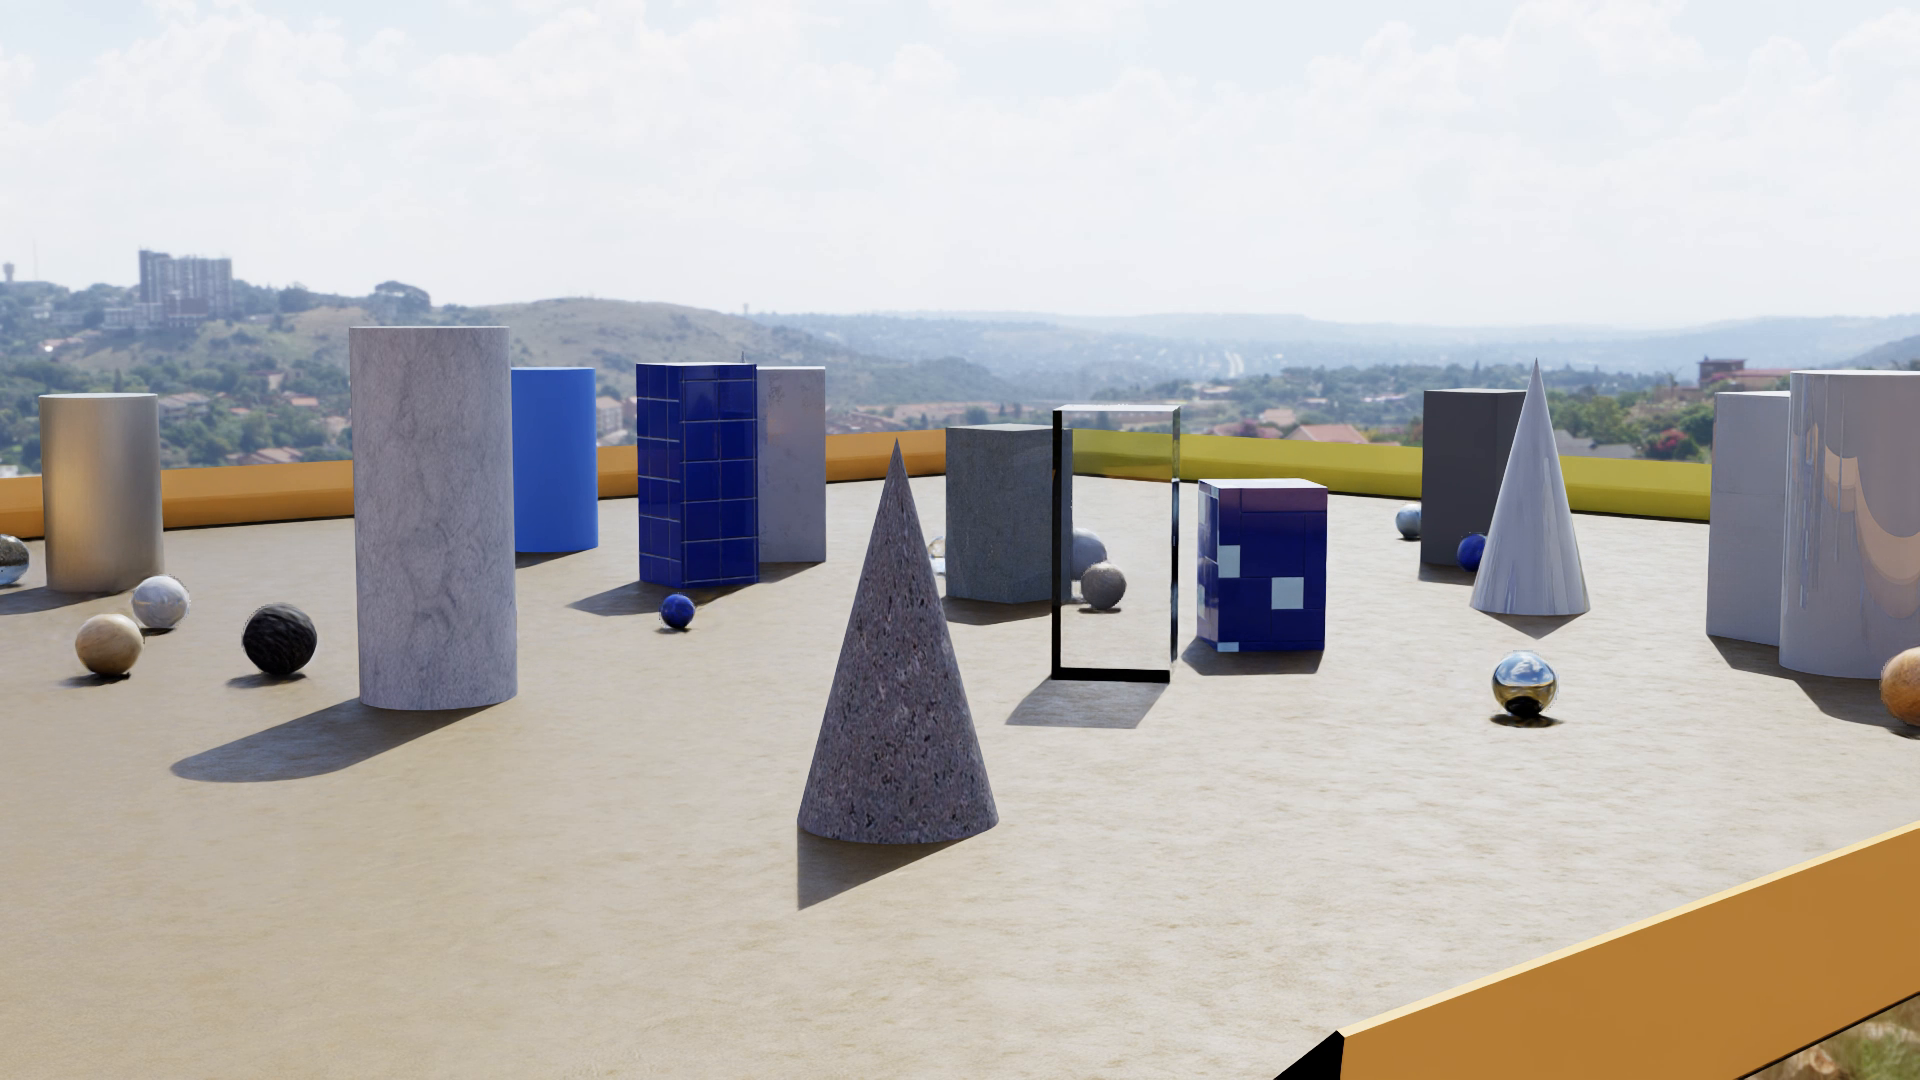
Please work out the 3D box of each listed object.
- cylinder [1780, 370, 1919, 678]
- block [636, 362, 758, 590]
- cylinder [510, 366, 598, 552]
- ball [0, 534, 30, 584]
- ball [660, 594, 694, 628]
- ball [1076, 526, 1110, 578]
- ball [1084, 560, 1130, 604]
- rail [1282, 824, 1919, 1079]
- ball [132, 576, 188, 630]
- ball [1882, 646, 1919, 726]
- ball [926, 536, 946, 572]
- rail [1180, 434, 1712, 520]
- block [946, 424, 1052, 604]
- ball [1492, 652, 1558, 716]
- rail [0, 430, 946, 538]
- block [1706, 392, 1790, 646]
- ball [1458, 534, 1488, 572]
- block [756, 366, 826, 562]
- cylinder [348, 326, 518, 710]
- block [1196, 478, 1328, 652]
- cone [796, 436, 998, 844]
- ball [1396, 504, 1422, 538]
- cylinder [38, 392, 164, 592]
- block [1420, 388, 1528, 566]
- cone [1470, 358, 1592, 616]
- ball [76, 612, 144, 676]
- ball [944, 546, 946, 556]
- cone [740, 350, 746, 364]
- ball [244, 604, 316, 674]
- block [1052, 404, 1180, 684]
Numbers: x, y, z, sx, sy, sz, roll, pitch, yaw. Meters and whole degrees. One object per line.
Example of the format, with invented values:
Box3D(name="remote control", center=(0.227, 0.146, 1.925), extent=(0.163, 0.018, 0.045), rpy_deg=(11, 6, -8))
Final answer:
Box3D(name="cylinder", center=(1.099, -0.024, 2.682), extent=(0.175, 0.361, 0.175), rpy_deg=(0, 6, 0))
Box3D(name="block", center=(-0.419, -0.107, 3.513), extent=(0.140, 0.348, 0.140), rpy_deg=(-4, 8, -36))
Box3D(name="cylinder", center=(-0.751, -0.150, 4.012), extent=(0.175, 0.326, 0.175), rpy_deg=(0, 6, 0))
Box3D(name="ball", center=(-1.518, 0.031, 3.485), extent=(0.080, 0.080, 0.080), rpy_deg=(0, 6, 0))
Box3D(name="ball", center=(-0.388, 0.098, 3.018), extent=(0.047, 0.047, 0.047), rpy_deg=(0, 6, 0))
Box3D(name="ball", center=(0.190, 0.018, 3.401), extent=(0.081, 0.081, 0.081), rpy_deg=(0, 6, 0))
Box3D(name="ball", center=(0.217, 0.062, 3.261), extent=(0.067, 0.067, 0.067), rpy_deg=(0, 6, 0))
Box3D(name="rail", center=(1.231, 0.173, 2.007), extent=(3.892, 0.114, 0.045), rpy_deg=(-6, 8, -42))
Box3D(name="ball", center=(-1.096, 0.086, 3.011), extent=(0.073, 0.073, 0.073), rpy_deg=(0, 6, 0))
Box3D(name="ball", center=(1.017, 0.155, 2.318), extent=(0.085, 0.085, 0.085), rpy_deg=(0, 6, 0))
Box3D(name="ball", center=(-0.028, 0.024, 3.648), extent=(0.060, 0.060, 0.060), rpy_deg=(0, 6, 0))
Box3D(name="rail", center=(1.413, -0.110, 4.629), extent=(0.045, 0.114, 3.677), rpy_deg=(-6, 8, -42))
Box3D(name="block", center=(0.077, -0.043, 3.350), extent=(0.140, 0.257, 0.140), rpy_deg=(6, 9, 44))
Box3D(name="ball", center=(0.610, 0.156, 2.378), extent=(0.069, 0.069, 0.069), rpy_deg=(0, 6, 0))
Box3D(name="rail", center=(-1.231, -0.113, 4.659), extent=(3.892, 0.114, 0.045), rpy_deg=(-6, 8, -42))
Box3D(name="block", center=(1.102, -0.032, 2.925), extent=(0.140, 0.325, 0.140), rpy_deg=(-3, 7, -28))
Box3D(name="ball", center=(0.856, 0.023, 3.640), extent=(0.064, 0.064, 0.064), rpy_deg=(0, 6, 0))
Box3D(name="block", center=(-0.305, -0.135, 3.846), extent=(0.140, 0.332, 0.140), rpy_deg=(0, 6, -3))
Box3D(name="cylinder", center=(-0.592, -0.030, 2.479), extent=(0.175, 0.418, 0.175), rpy_deg=(0, 6, 0))
Box3D(name="block", center=(0.394, 0.030, 2.883), extent=(0.140, 0.210, 0.140), rpy_deg=(-1, 6, -5))
Box3D(name="cone", center=(-0.054, 0.077, 1.886), extent=(0.175, 0.332, 0.175), rpy_deg=(0, 6, 0))
Box3D(name="ball", center=(0.860, -0.036, 4.182), extent=(0.064, 0.064, 0.064), rpy_deg=(0, 6, 0))
Box3D(name="cylinder", center=(-1.353, -0.078, 3.469), extent=(0.175, 0.300, 0.175), rpy_deg=(0, 6, 0))
Box3D(name="block", center=(0.893, -0.109, 3.782), extent=(0.140, 0.295, 0.140), rpy_deg=(6, 8, 42))
Box3D(name="cone", center=(0.838, -0.085, 3.214), extent=(0.175, 0.368, 0.175), rpy_deg=(0, 6, 0))
Box3D(name="ball", center=(-1.019, 0.125, 2.634), extent=(0.075, 0.075, 0.075), rpy_deg=(0, 6, 0))
Box3D(name="ball", center=(0.004, 0.018, 3.699), extent=(0.061, 0.061, 0.061), rpy_deg=(0, 6, 0))
Box3D(name="cone", center=(-0.425, -0.196, 4.318), extent=(0.175, 0.354, 0.175), rpy_deg=(0, 6, 0))
Box3D(name="ball", center=(-0.817, 0.120, 2.642), extent=(0.084, 0.084, 0.084), rpy_deg=(0, 6, 0))
Box3D(name="block", center=(0.189, 0.001, 2.648), extent=(0.140, 0.320, 0.140), rpy_deg=(1, 6, 9))
